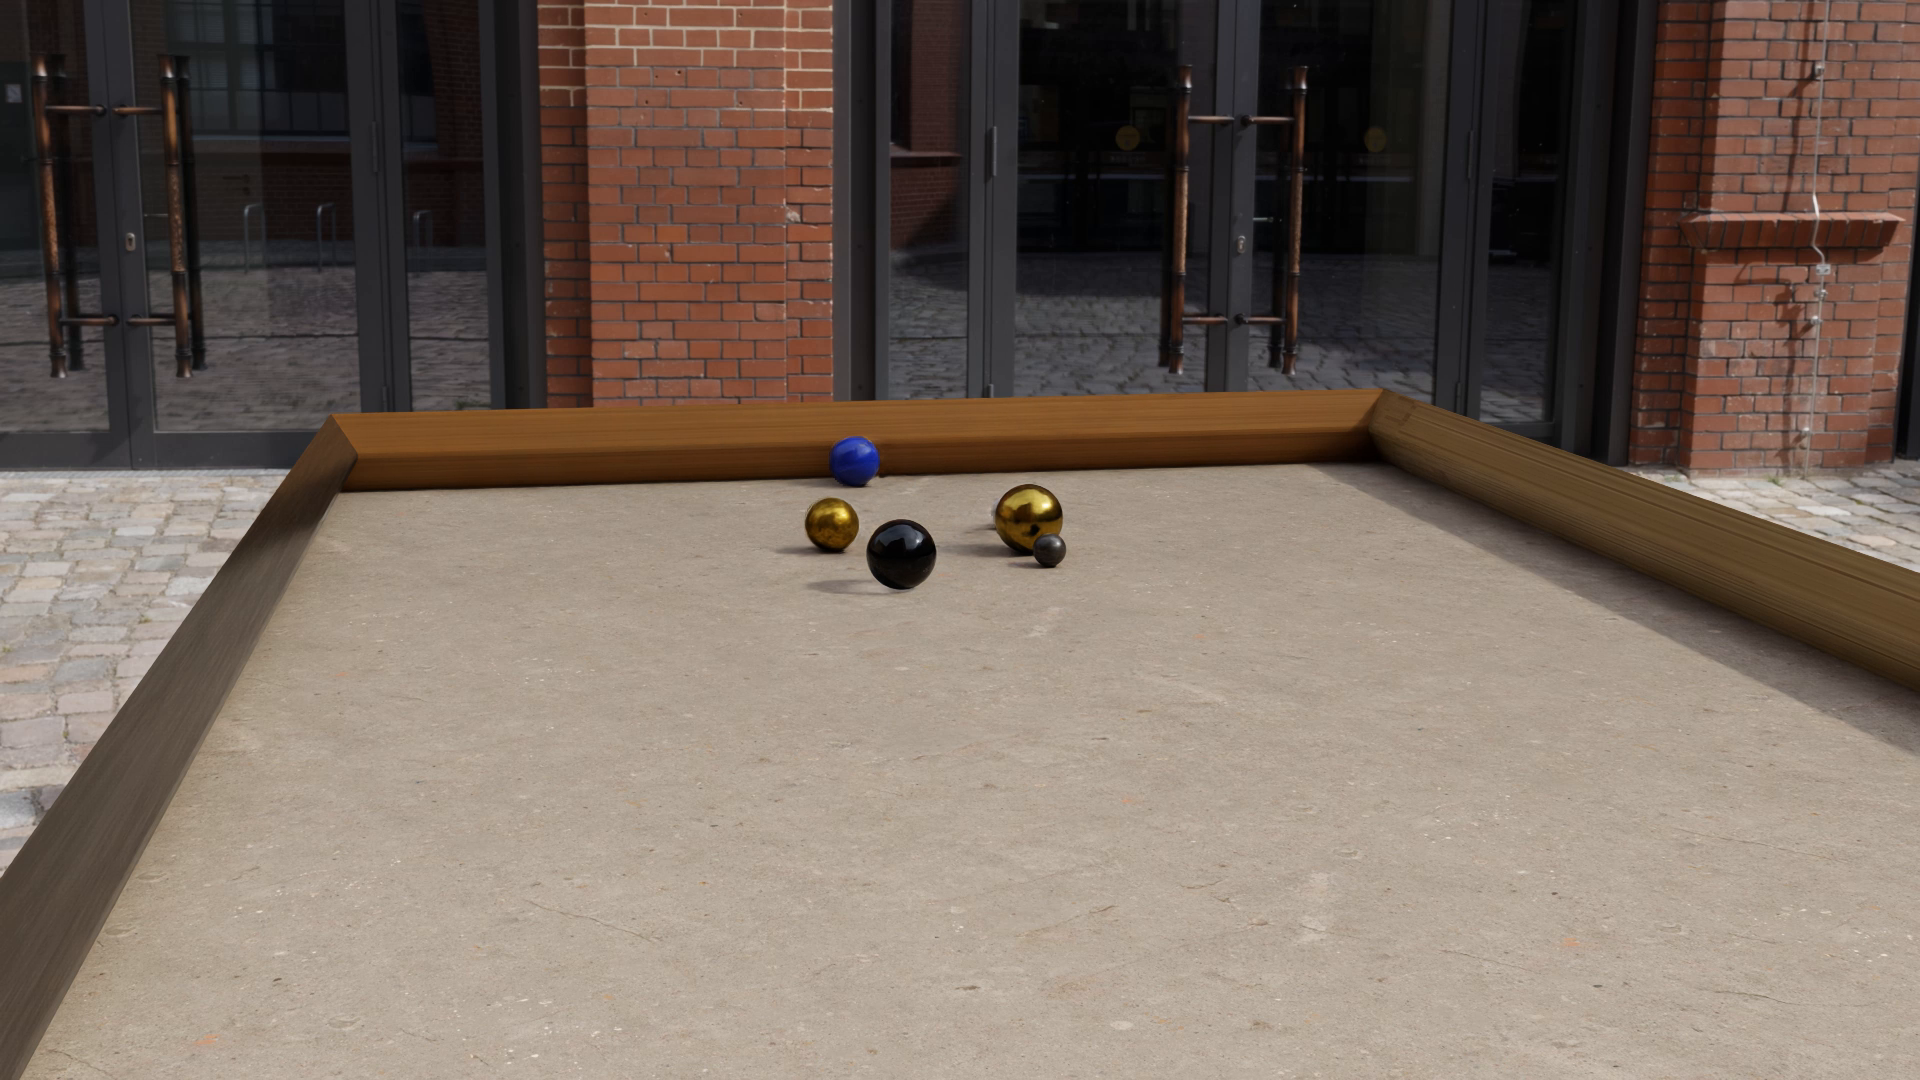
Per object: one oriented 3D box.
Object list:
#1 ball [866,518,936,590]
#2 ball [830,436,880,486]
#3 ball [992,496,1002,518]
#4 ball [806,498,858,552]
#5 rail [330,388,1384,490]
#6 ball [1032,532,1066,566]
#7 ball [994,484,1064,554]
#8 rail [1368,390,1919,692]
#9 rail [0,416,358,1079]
[{"bbox_3d":[-0.077,0.019,2.898,0.093,0.093,0.093,0,11,0],"label":"ball"},{"bbox_3d":[-0.175,-0.132,3.683,0.084,0.084,0.084,0,11,0],"label":"ball"},{"bbox_3d":[0.072,-0.044,3.328,0.048,0.048,0.048,0,11,0],"label":"ball"},{"bbox_3d":[-0.183,-0.022,3.147,0.077,0.077,0.077,0,11,0],"label":"ball"},{"bbox_3d":[-0.134,-0.171,3.760,1.823,0.128,0.045,-2,11,-10],"label":"rail"},{"bbox_3d":[0.124,0.013,3.045,0.047,0.047,0.047,0,11,0],"label":"ball"},{"bbox_3d":[0.098,-0.031,3.134,0.098,0.098,0.098,0,11,0],"label":"ball"},{"bbox_3d":[1.012,0.090,2.445,0.045,0.128,3.096,-2,11,-10],"label":"rail"},{"bbox_3d":[-0.735,0.152,2.133,0.045,0.128,3.096,-2,11,-10],"label":"rail"}]
